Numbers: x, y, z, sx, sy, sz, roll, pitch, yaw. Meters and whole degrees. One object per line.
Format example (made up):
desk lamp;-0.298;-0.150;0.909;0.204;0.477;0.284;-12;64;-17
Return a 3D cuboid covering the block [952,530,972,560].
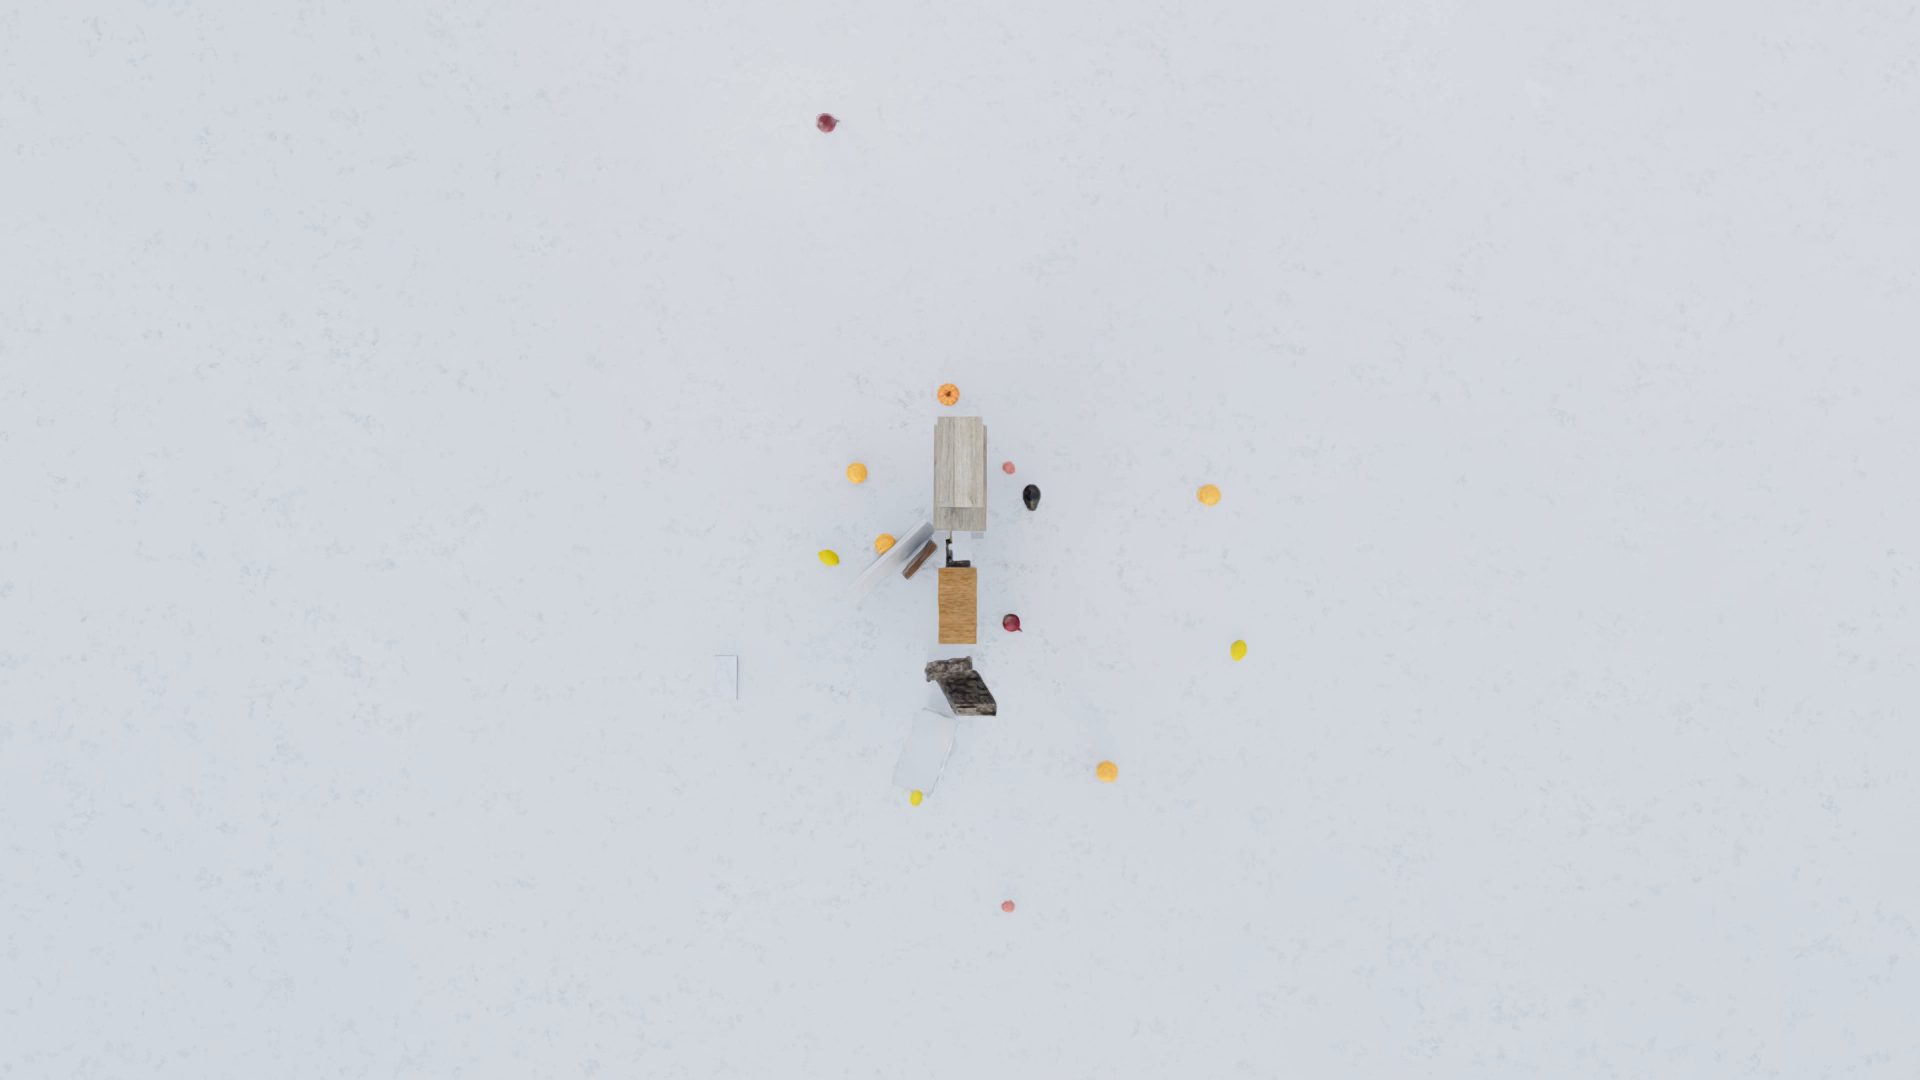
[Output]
block;0.005;0.005;5.024;0.058;0.016;0.115;-3;86;0

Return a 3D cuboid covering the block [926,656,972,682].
block;-0.037;0.405;5.167;0.134;0.268;0.038;-7;81;-4

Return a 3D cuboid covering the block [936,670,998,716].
block;0.020;0.494;5.354;0.134;0.268;0.038;3;109;-15

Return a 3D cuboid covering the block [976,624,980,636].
block;0.005;0.283;5.207;0.118;0.246;0.033;2;88;0

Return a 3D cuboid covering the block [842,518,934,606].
block;-0.233;0.071;5.464;0.369;0.074;0.021;-42;55;0

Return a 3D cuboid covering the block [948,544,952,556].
block;-0.006;0.031;5.175;0.058;0.288;0.016;2;86;0

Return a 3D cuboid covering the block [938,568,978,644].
block;-0.007;0.203;5.066;0.118;0.033;0.236;0;91;0

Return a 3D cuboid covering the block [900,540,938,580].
block;-0.136;0.066;5.462;0.021;0.074;0.148;42;90;-11

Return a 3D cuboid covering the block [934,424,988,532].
block;0.001;-0.181;4.817;0.154;0.044;0.309;0;90;0

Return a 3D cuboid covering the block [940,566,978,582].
block;-0.003;0.108;5.200;0.118;0.236;0.033;-1;94;0

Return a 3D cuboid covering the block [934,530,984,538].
block;-0.003;-0.158;5.169;0.154;0.044;0.309;0;90;0

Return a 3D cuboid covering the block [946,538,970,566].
block;-0.006;0.046;5.330;0.079;0.022;0.158;-1;90;0

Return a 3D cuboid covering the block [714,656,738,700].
block;-0.778;0.459;5.490;0.074;0.021;0.148;0;90;0

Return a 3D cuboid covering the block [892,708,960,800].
block;-0.111;0.706;5.450;0.134;0.038;0.268;21;81;10

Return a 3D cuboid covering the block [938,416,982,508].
block;0.000;-0.214;4.529;0.124;0.035;0.248;0;90;0

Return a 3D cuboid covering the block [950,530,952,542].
block;-0.002;-0.024;5.091;0.058;0.115;0.016;0;67;0
